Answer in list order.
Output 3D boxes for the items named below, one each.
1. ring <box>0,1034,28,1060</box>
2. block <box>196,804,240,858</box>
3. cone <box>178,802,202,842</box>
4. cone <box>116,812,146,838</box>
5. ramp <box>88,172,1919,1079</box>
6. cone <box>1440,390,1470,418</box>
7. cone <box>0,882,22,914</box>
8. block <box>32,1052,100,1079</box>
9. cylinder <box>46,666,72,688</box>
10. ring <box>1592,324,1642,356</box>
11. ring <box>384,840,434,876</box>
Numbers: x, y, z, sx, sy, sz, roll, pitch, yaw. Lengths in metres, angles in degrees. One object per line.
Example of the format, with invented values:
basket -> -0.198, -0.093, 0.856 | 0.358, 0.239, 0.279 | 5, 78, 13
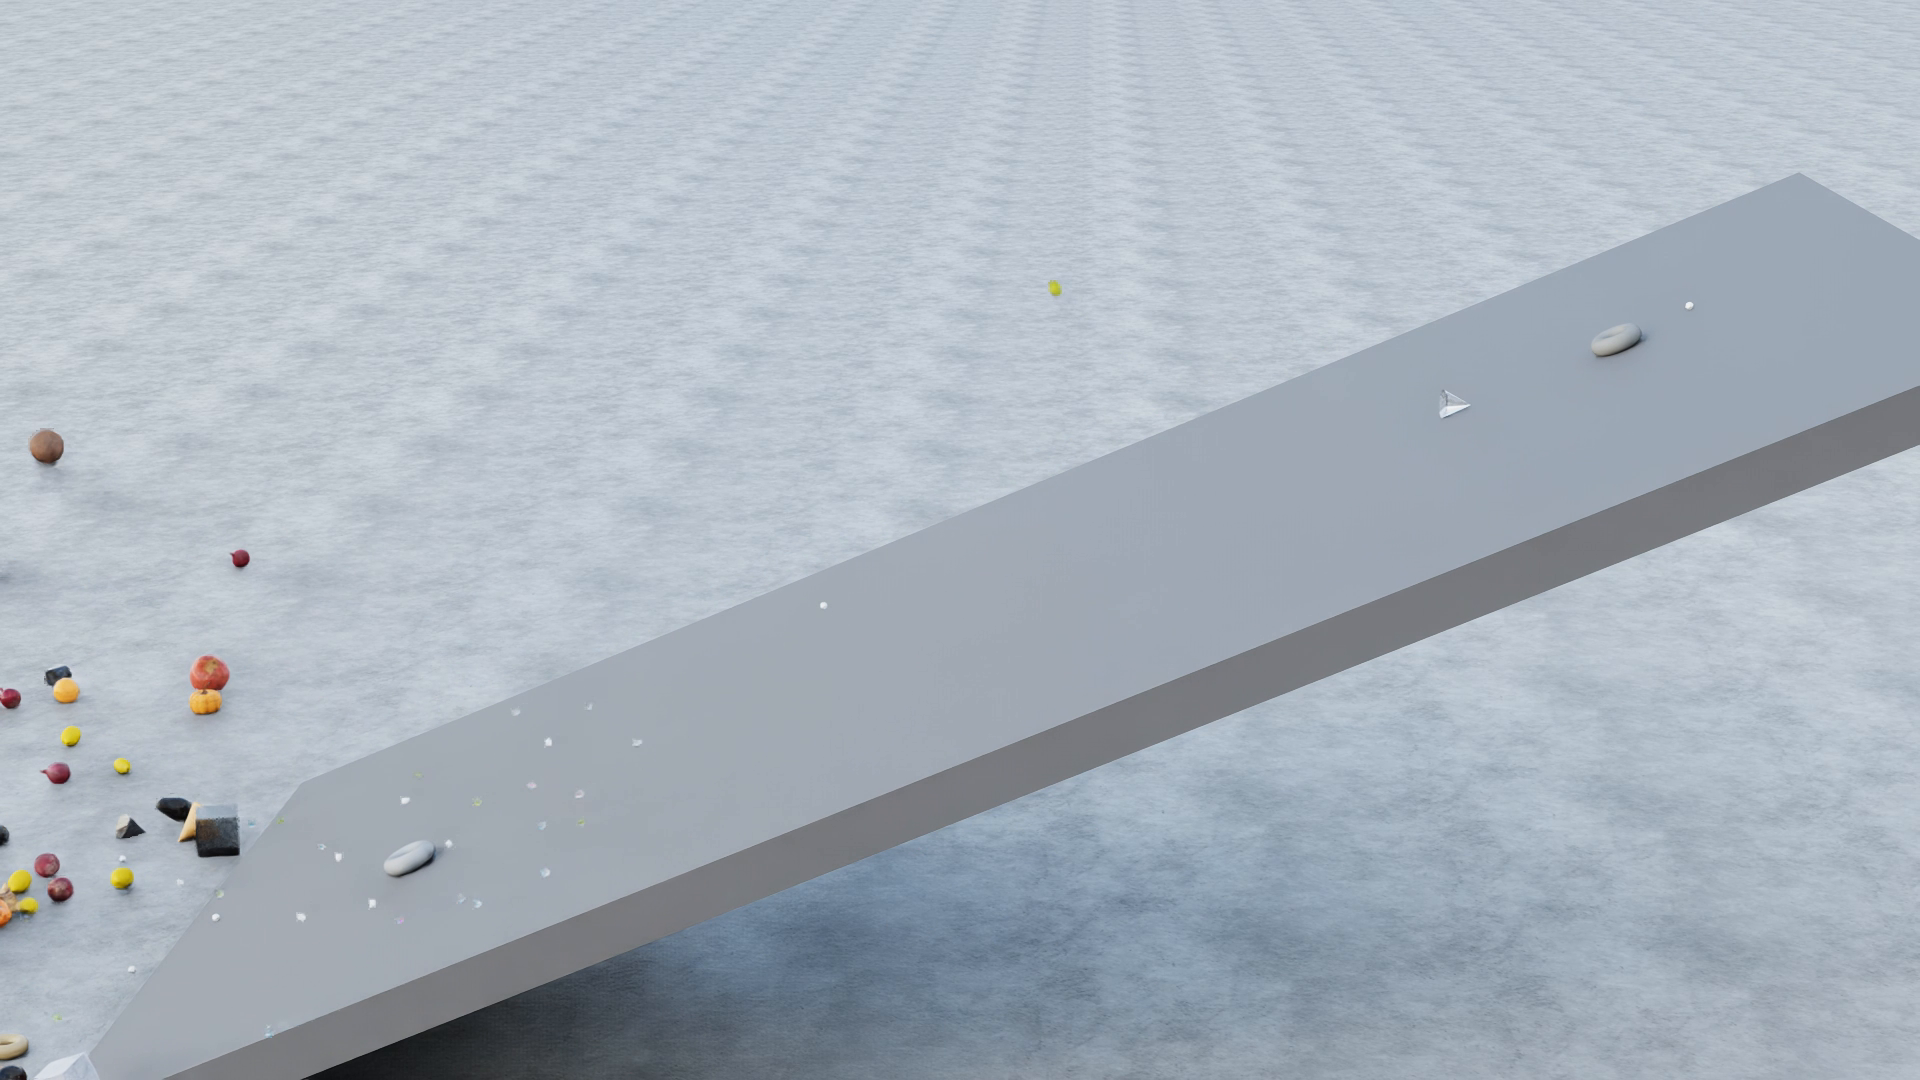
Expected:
ring -> -1.991, 1.058, 6.143 | 0.090, 0.030, 0.090 | -1, 14, 0
block -> -1.842, 0.721, 7.298 | 0.099, 0.099, 0.099 | -3, 15, -11
cone -> -1.928, 0.727, 7.386 | 0.098, 0.098, 0.098 | 12, 47, 39
cone -> -2.081, 0.728, 7.412 | 0.066, 0.066, 0.066 | 23, -1, -37
ramp -> 0.129, 0.171, 6.286 | 4.000, 0.100, 2.000 | -22, 13, 8
cone -> 1.048, -0.286, 6.202 | 0.060, 0.060, 0.060 | 2, 14, -5
cone -> -2.244, 0.836, 6.917 | 0.070, 0.070, 0.070 | 0, 15, 0
block -> -1.701, 1.042, 5.601 | 0.086, 0.086, 0.086 | -19, 13, 21
cylinder -> -2.643, 0.399, 8.623 | 0.053, 0.053, 0.053 | 9, 17, 31
ring -> 1.369, -0.418, 6.138 | 0.109, 0.036, 0.109 | -24, 13, 6
ring -> -1.171, 0.677, 6.256 | 0.116, 0.039, 0.116 | -24, 11, 5
